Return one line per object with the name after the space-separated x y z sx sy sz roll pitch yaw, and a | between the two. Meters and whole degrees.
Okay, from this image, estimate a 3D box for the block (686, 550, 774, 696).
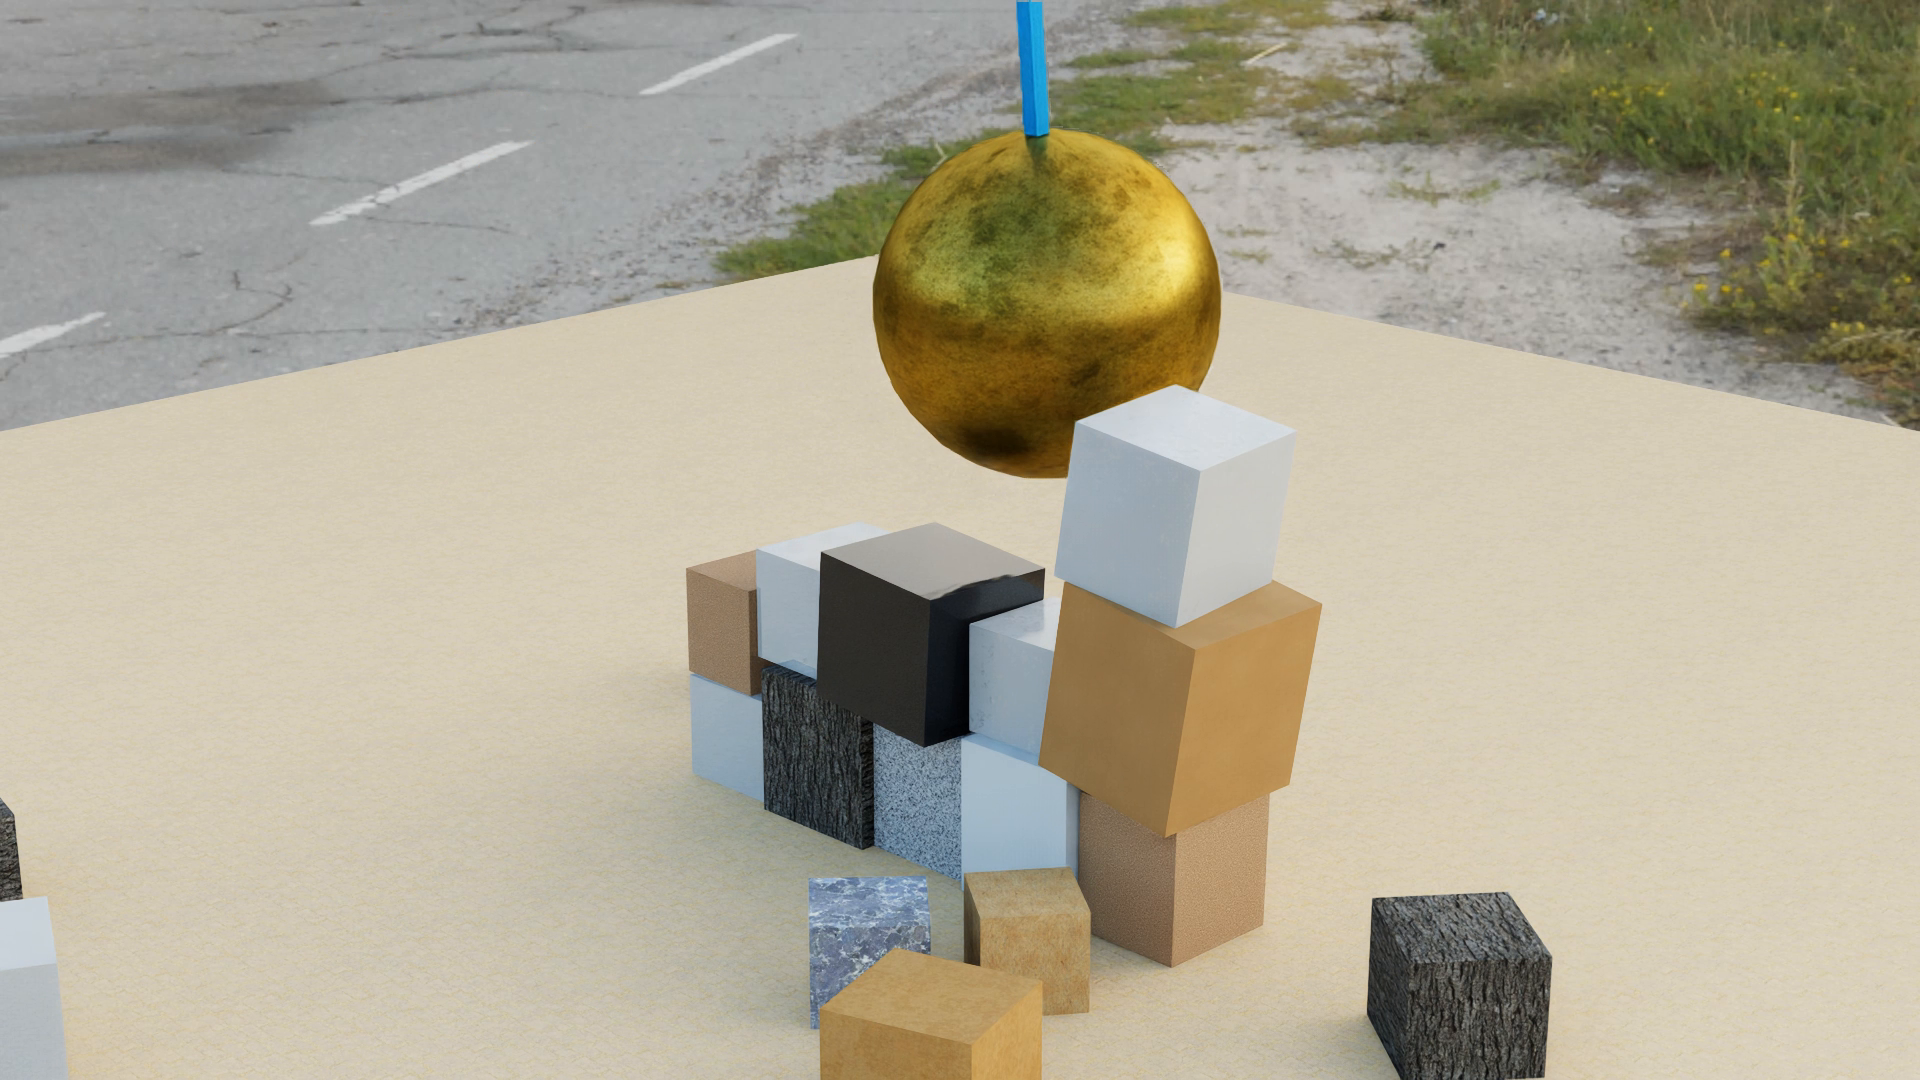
-0.962 0.388 14.479 0.587 0.535 0.491 -15 23 -40 | block

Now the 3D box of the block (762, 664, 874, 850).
-0.442 0.956 14.099 0.735 0.723 0.697 -17 24 -42 | block

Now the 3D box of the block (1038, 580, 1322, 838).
0.939 0.623 12.575 0.825 0.880 0.741 -17 33 -42 | block

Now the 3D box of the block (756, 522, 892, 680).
-0.527 0.303 14.059 0.650 0.546 0.613 -15 23 -40 | block

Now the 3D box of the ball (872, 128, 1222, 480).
0.397 -1.077 13.419 1.600 1.600 1.600 0 17 0 | ball

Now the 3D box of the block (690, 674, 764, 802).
-0.906 0.911 14.576 0.621 0.521 0.597 -17 24 -42 | block

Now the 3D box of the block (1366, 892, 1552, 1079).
1.995 1.791 11.771 0.569 0.524 0.618 -2 18 -6 | block

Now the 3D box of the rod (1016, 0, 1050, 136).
0.172 -4.239 12.190 0.080 5.200 0.080 17 29 42 | rod

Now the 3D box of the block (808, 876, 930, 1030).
-0.377 1.707 12.161 0.493 0.451 0.494 -1 17 -3 | block

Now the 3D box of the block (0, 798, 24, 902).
-4.516 1.416 13.036 0.527 0.482 0.501 -11 20 -31 | block

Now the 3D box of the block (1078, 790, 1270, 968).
0.930 1.394 12.815 0.615 0.645 0.552 -17 25 -42 | block

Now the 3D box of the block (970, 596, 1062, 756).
0.430 0.614 13.094 0.547 0.506 0.549 -17 24 -42 | block

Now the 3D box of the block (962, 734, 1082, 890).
0.478 1.231 13.200 0.694 0.736 0.641 -17 24 -42 | block

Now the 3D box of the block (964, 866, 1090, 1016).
0.275 1.679 12.245 0.456 0.453 0.464 -3 18 -8 | block

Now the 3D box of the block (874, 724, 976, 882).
0.038 1.111 13.662 0.617 0.687 0.627 -17 24 -42 | block

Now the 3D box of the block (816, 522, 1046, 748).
-0.140 0.421 13.454 0.699 0.706 0.755 -15 26 -40 | block

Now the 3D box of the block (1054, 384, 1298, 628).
0.907 -0.154 12.346 0.632 0.707 0.725 24 29 32 | block

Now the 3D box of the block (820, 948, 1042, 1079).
-0.106 1.975 11.154 0.639 0.543 0.596 9 19 26 | block

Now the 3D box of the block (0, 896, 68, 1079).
-3.889 1.842 11.501 0.681 0.589 0.655 -6 18 -19 | block
